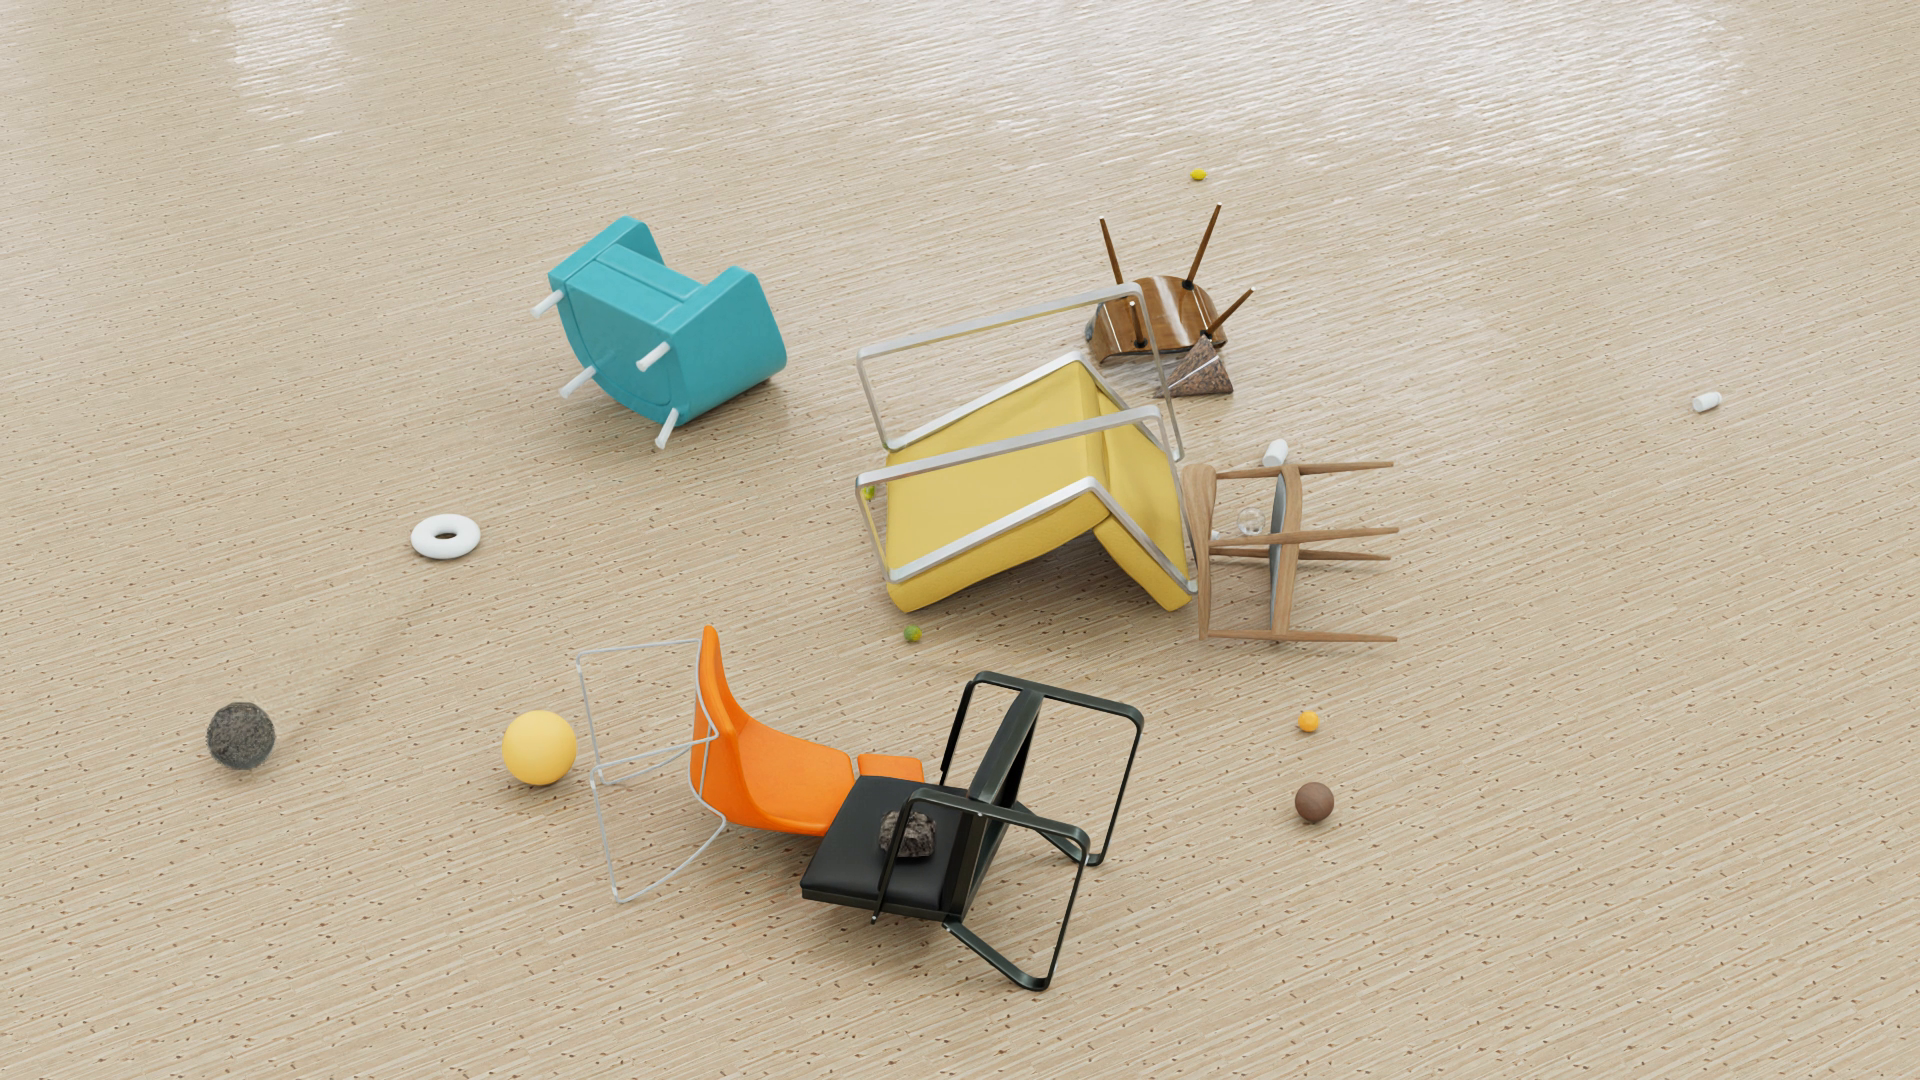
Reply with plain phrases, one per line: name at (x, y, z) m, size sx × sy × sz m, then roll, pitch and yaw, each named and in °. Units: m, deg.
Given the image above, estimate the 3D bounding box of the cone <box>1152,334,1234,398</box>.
cone at (0.907, -0.642, 11.818) m, size 0.311 × 0.264 × 0.130 m, roll -28°, pitch 6°, yaw -4°

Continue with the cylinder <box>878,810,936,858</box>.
cylinder at (-0.164, 0.908, 9.072) m, size 0.170 × 0.076 × 0.130 m, roll 11°, pitch 33°, yaw -2°

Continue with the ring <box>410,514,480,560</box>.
ring at (-1.912, -0.014, 10.906) m, size 0.258 × 0.067 × 0.256 m, roll 10°, pitch 35°, yaw 14°

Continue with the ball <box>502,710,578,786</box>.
ball at (-1.388, 0.686, 9.679) m, size 0.248 × 0.248 × 0.248 m, roll 0°, pitch 33°, yaw 0°

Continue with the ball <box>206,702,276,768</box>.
ball at (-2.392, 0.650, 9.756) m, size 0.223 × 0.223 × 0.223 m, roll 0°, pitch 33°, yaw 0°

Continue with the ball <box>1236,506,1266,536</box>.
ball at (1.088, -0.070, 10.952) m, size 0.109 × 0.109 × 0.109 m, roll 0°, pitch 33°, yaw 0°
